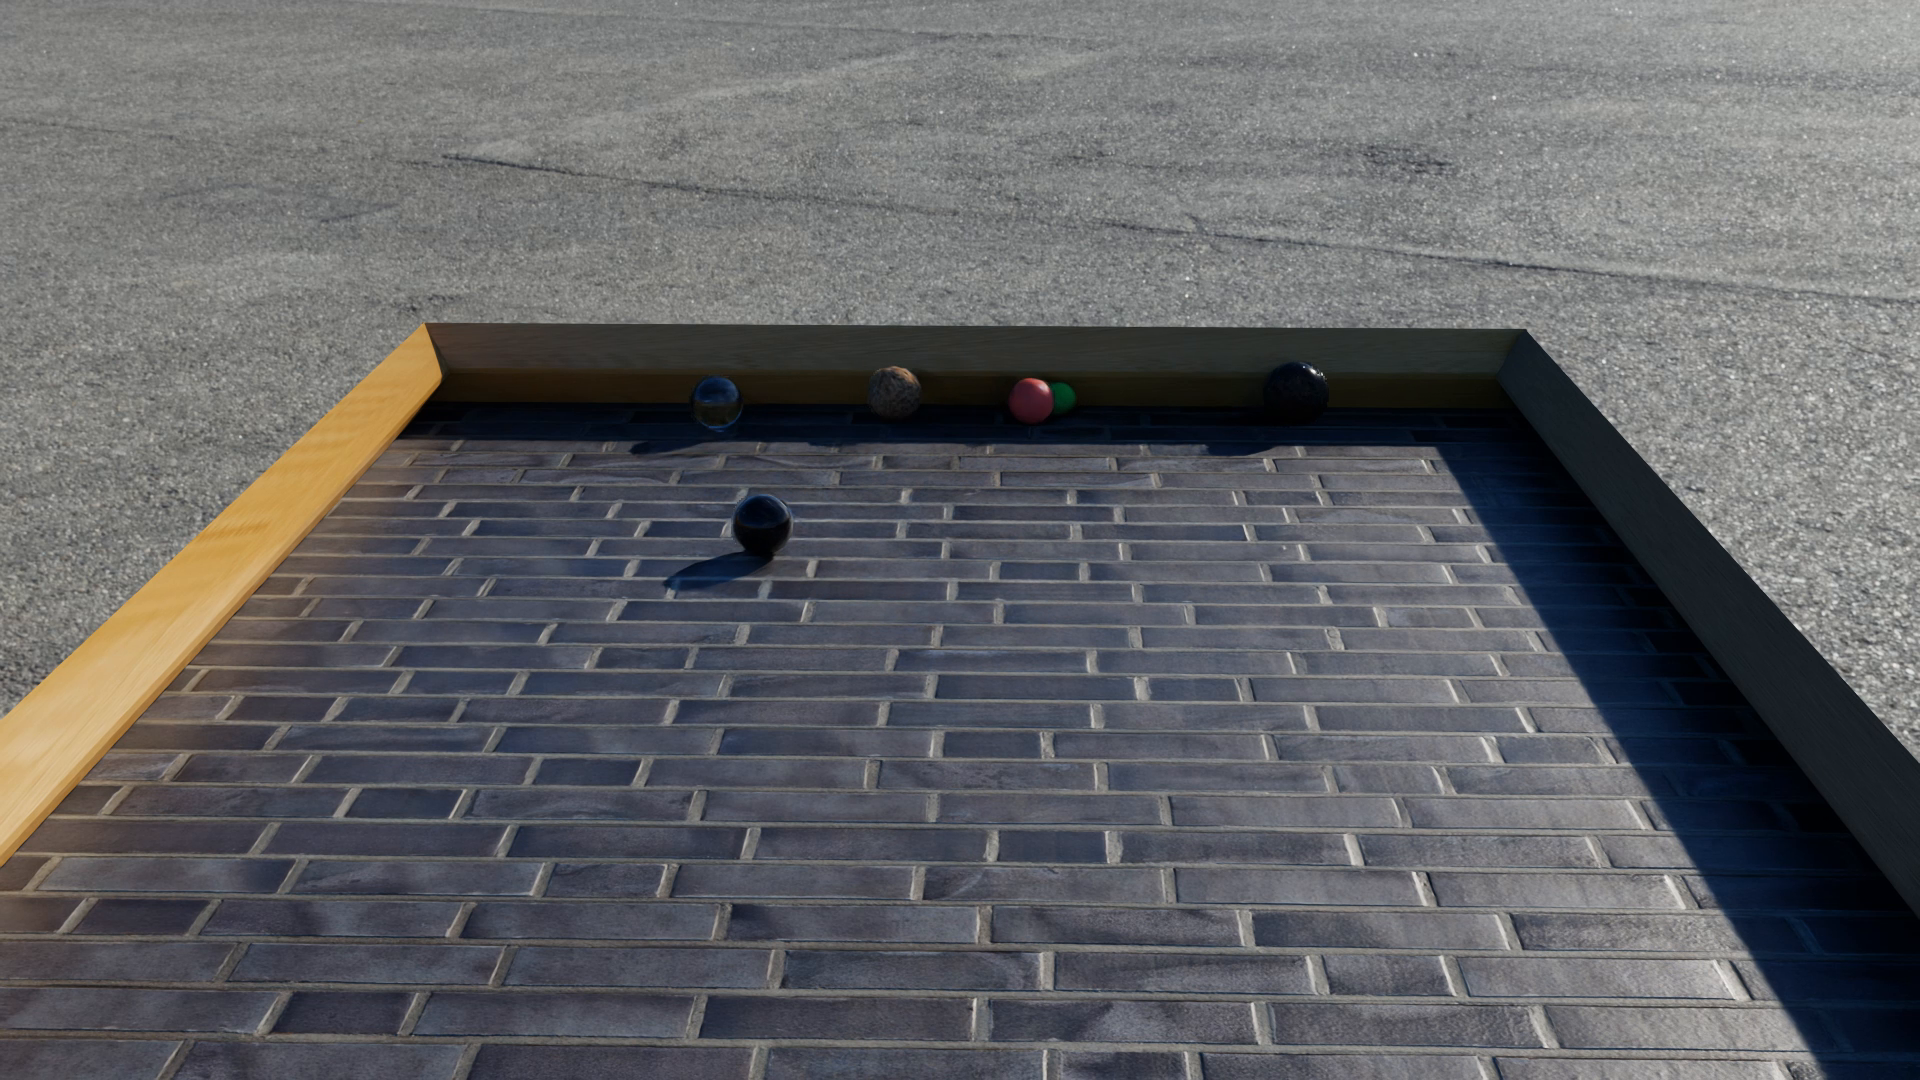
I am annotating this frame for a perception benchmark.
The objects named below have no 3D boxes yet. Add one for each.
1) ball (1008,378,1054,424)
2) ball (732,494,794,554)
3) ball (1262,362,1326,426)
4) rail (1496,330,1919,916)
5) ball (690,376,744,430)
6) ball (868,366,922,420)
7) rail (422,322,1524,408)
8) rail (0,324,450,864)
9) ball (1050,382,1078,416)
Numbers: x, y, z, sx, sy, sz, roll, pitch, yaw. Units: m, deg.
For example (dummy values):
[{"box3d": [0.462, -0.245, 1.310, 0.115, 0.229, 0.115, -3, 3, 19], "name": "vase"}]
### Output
[{"box3d": [0.097, -0.189, 2.995, 0.063, 0.063, 0.063, 0, 19, 0], "name": "ball"}, {"box3d": [-0.224, -0.018, 2.499, 0.069, 0.069, 0.069, 0, 19, 0], "name": "ball"}, {"box3d": [0.455, -0.199, 2.990, 0.086, 0.086, 0.086, 0, 19, 0], "name": "ball"}, {"box3d": [0.728, 0.206, 1.793, 0.045, 0.112, 2.688, 0, 19, 1], "name": "rail"}, {"box3d": [-0.329, -0.185, 2.974, 0.071, 0.071, 0.071, 0, 19, 0], "name": "ball"}, {"box3d": [-0.089, -0.200, 3.012, 0.074, 0.074, 0.074, 0, 19, 0], "name": "ball"}, {"box3d": [0.015, -0.237, 3.055, 1.536, 0.112, 0.045, 0, 19, 1], "name": "rail"}, {"box3d": [-0.760, 0.195, 1.826, 0.045, 0.112, 2.688, 0, 19, 1], "name": "rail"}, {"box3d": [0.138, -0.195, 3.038, 0.046, 0.046, 0.046, 0, 19, 0], "name": "ball"}]
